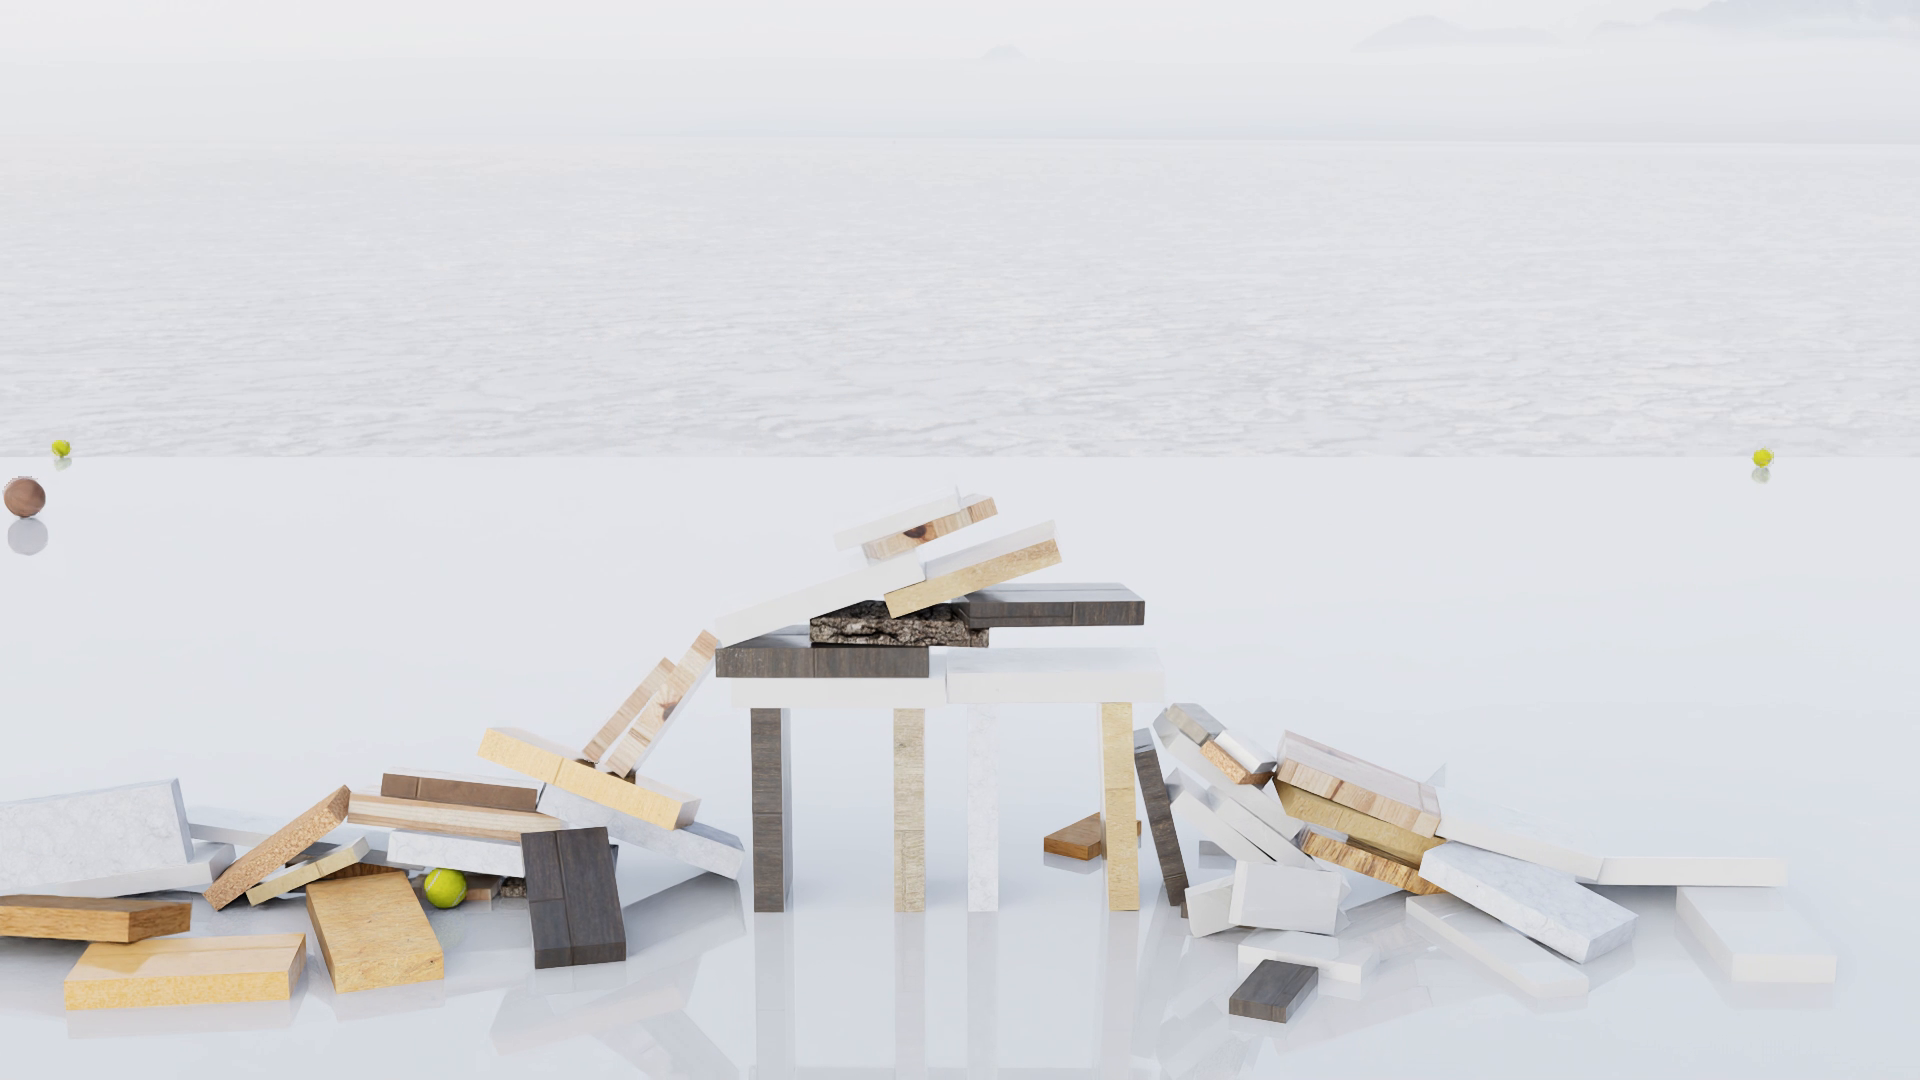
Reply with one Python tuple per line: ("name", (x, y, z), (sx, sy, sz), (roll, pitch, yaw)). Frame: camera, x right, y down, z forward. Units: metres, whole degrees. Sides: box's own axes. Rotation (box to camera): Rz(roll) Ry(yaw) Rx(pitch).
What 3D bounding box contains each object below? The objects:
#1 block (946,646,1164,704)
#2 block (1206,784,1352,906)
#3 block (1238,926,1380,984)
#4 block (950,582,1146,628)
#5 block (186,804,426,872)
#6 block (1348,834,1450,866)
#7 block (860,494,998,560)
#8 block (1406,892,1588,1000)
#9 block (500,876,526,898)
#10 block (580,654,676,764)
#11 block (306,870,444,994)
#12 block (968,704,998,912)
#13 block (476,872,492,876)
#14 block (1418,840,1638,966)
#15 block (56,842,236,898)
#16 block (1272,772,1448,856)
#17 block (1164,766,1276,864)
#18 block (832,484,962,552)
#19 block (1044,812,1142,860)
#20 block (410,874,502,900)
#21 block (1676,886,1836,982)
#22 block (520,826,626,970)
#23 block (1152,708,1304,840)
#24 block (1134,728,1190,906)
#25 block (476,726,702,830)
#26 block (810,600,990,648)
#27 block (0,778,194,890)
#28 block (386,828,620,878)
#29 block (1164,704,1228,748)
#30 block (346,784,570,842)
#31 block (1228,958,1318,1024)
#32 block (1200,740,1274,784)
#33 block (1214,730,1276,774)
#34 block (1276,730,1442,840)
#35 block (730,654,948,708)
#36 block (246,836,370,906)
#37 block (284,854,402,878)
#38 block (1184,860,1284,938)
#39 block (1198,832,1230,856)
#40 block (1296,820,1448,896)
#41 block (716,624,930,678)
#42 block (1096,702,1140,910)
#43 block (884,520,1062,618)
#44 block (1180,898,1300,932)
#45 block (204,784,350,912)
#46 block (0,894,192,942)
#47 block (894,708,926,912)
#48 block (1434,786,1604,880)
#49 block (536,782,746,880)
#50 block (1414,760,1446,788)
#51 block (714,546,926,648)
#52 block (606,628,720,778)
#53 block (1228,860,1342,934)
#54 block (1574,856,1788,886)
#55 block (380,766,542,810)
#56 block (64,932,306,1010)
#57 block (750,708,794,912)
("block", (0.153, 0.221, 3.604), (0.349, 0.049, 0.175), (0, 11, 0))
("block", (0.528, 0.498, 3.652), (0.259, 0.037, 0.130), (37, 8, -7))
("block", (0.534, 0.633, 3.364), (0.194, 0.027, 0.097), (5, 12, 27))
("block", (0.141, 0.105, 3.574), (0.288, 0.041, 0.144), (0, 11, -12))
("block", (-1.116, 0.508, 3.755), (0.421, 0.026, 0.093), (9, 10, -4))
("block", (0.783, 0.516, 3.701), (0.259, 0.037, 0.130), (22, 10, 6))
("block", (-0.052, -0.022, 3.581), (0.209, 0.030, 0.104), (-22, 10, -14))
("block", (0.827, 0.625, 3.414), (0.085, 0.024, 0.390), (-3, 11, -18))
("block", (-0.691, 0.578, 3.679), (0.140, 0.020, 0.070), (0, 10, 3))
("block", (-0.557, 0.283, 3.703), (0.030, 0.209, 0.104), (42, -7, -7))
("block", (-0.921, 0.609, 3.444), (0.157, 0.044, 0.391), (-4, 11, -22))
("block", (0.037, 0.418, 3.640), (0.049, 0.349, 0.175), (0, 11, 0))
("block", (-0.821, 0.550, 3.760), (0.070, 0.020, 0.140), (7, -1, -43))
("block", (0.901, 0.564, 3.496), (0.153, 0.043, 0.305), (-11, 28, -45))
("block", (-1.357, 0.552, 3.676), (0.254, 0.036, 0.127), (-8, 11, 1))
("block", (0.656, 0.444, 3.624), (0.268, 0.038, 0.134), (17, 18, -9))
("block", (0.456, 0.491, 3.658), (0.266, 0.038, 0.133), (39, 8, -7))
("block", (-0.102, -0.037, 3.583), (0.209, 0.030, 0.104), (-18, 10, 5))
("block", (0.238, 0.528, 3.929), (0.091, 0.026, 0.183), (7, 13, 35))
("block", (-0.844, 0.579, 3.672), (0.140, 0.020, 0.070), (1, 11, 3))
("block", (1.238, 0.612, 3.433), (0.153, 0.043, 0.305), (0, 11, 3))
("block", (-0.610, 0.559, 3.456), (0.138, 0.039, 0.275), (-3, 33, -15))
("block", (0.443, 0.386, 3.637), (0.266, 0.038, 0.133), (36, 8, -12))
("block", (0.331, 0.457, 3.650), (0.038, 0.266, 0.133), (-14, 10, 2))
("block", (-0.616, 0.397, 3.679), (0.348, 0.048, 0.171), (20, -2, 5))
("block", (-0.097, 0.135, 3.590), (0.288, 0.041, 0.144), (2, 11, 0))
("block", (-1.468, 0.489, 3.625), (0.379, 0.138, 0.039), (-8, 11, 0))
("block", (-0.756, 0.520, 3.659), (0.346, 0.049, 0.173), (7, -1, 1))
("block", (0.402, 0.310, 3.649), (0.091, 0.026, 0.183), (41, 9, 17))
("block", (-0.840, 0.462, 3.711), (0.346, 0.049, 0.173), (7, -1, -4))
("block", (0.461, 0.660, 3.225), (0.085, 0.024, 0.169), (5, 12, 24))
("block", (0.454, 0.364, 3.593), (0.081, 0.023, 0.223), (41, 9, 19))
("block", (0.470, 0.346, 3.599), (0.081, 0.023, 0.162), (41, 9, 17))
("block", (0.654, 0.401, 3.619), (0.268, 0.038, 0.134), (21, 17, 1))
("block", (-0.194, 0.230, 3.598), (0.343, 0.049, 0.171), (0, 11, 1))
("block", (-1.073, 0.545, 3.623), (0.186, 0.026, 0.093), (-23, 4, -1))
("block", (-1.055, 0.555, 3.786), (0.186, 0.026, 0.093), (0, 11, 0))
("block", (0.439, 0.567, 3.470), (0.162, 0.081, 0.023), (-15, 27, -9))
("block", (0.516, 0.534, 3.899), (0.183, 0.026, 0.091), (1, 11, 7))
("block", (0.689, 0.527, 3.665), (0.259, 0.037, 0.130), (20, 10, -4))
("block", (-0.220, 0.181, 3.596), (0.341, 0.048, 0.171), (0, 11, 0))
("block", (0.259, 0.417, 3.641), (0.049, 0.349, 0.175), (-3, 11, 0))
("block", (0.023, 0.046, 3.567), (0.288, 0.041, 0.144), (-19, 11, 6))
("block", (0.465, 0.598, 3.553), (0.194, 0.027, 0.097), (5, 12, 27))
("block", (-1.121, 0.507, 3.635), (0.254, 0.036, 0.127), (-35, 10, 4))
("block", (-1.382, 0.587, 3.423), (0.314, 0.044, 0.157), (0, -4, 15))
("block", (-0.083, 0.422, 3.635), (0.049, 0.343, 0.171), (0, 11, 0))
("block", (0.911, 0.481, 3.619), (0.268, 0.038, 0.134), (16, 14, 3))
("block", (-0.539, 0.479, 3.712), (0.346, 0.049, 0.173), (21, -2, -9))
("block", (0.865, 0.472, 4.074), (0.024, 0.085, 0.169), (5, 12, 26))
("block", (-0.225, 0.080, 3.578), (0.341, 0.048, 0.171), (-19, 10, 3))
("block", (-0.488, 0.272, 3.689), (0.039, 0.275, 0.138), (36, -2, 2))
("block", (0.509, 0.559, 3.436), (0.194, 0.097, 0.027), (11, -6, -32))
("block", (1.193, 0.549, 3.649), (0.305, 0.043, 0.153), (0, -7, 1))
("block", (-0.842, 0.420, 3.722), (0.254, 0.036, 0.127), (7, -1, -8))
("block", (-1.148, 0.641, 3.273), (0.314, 0.044, 0.157), (-1, 11, -7))
("block", (-0.310, 0.422, 3.634), (0.049, 0.343, 0.171), (0, 11, 1))
